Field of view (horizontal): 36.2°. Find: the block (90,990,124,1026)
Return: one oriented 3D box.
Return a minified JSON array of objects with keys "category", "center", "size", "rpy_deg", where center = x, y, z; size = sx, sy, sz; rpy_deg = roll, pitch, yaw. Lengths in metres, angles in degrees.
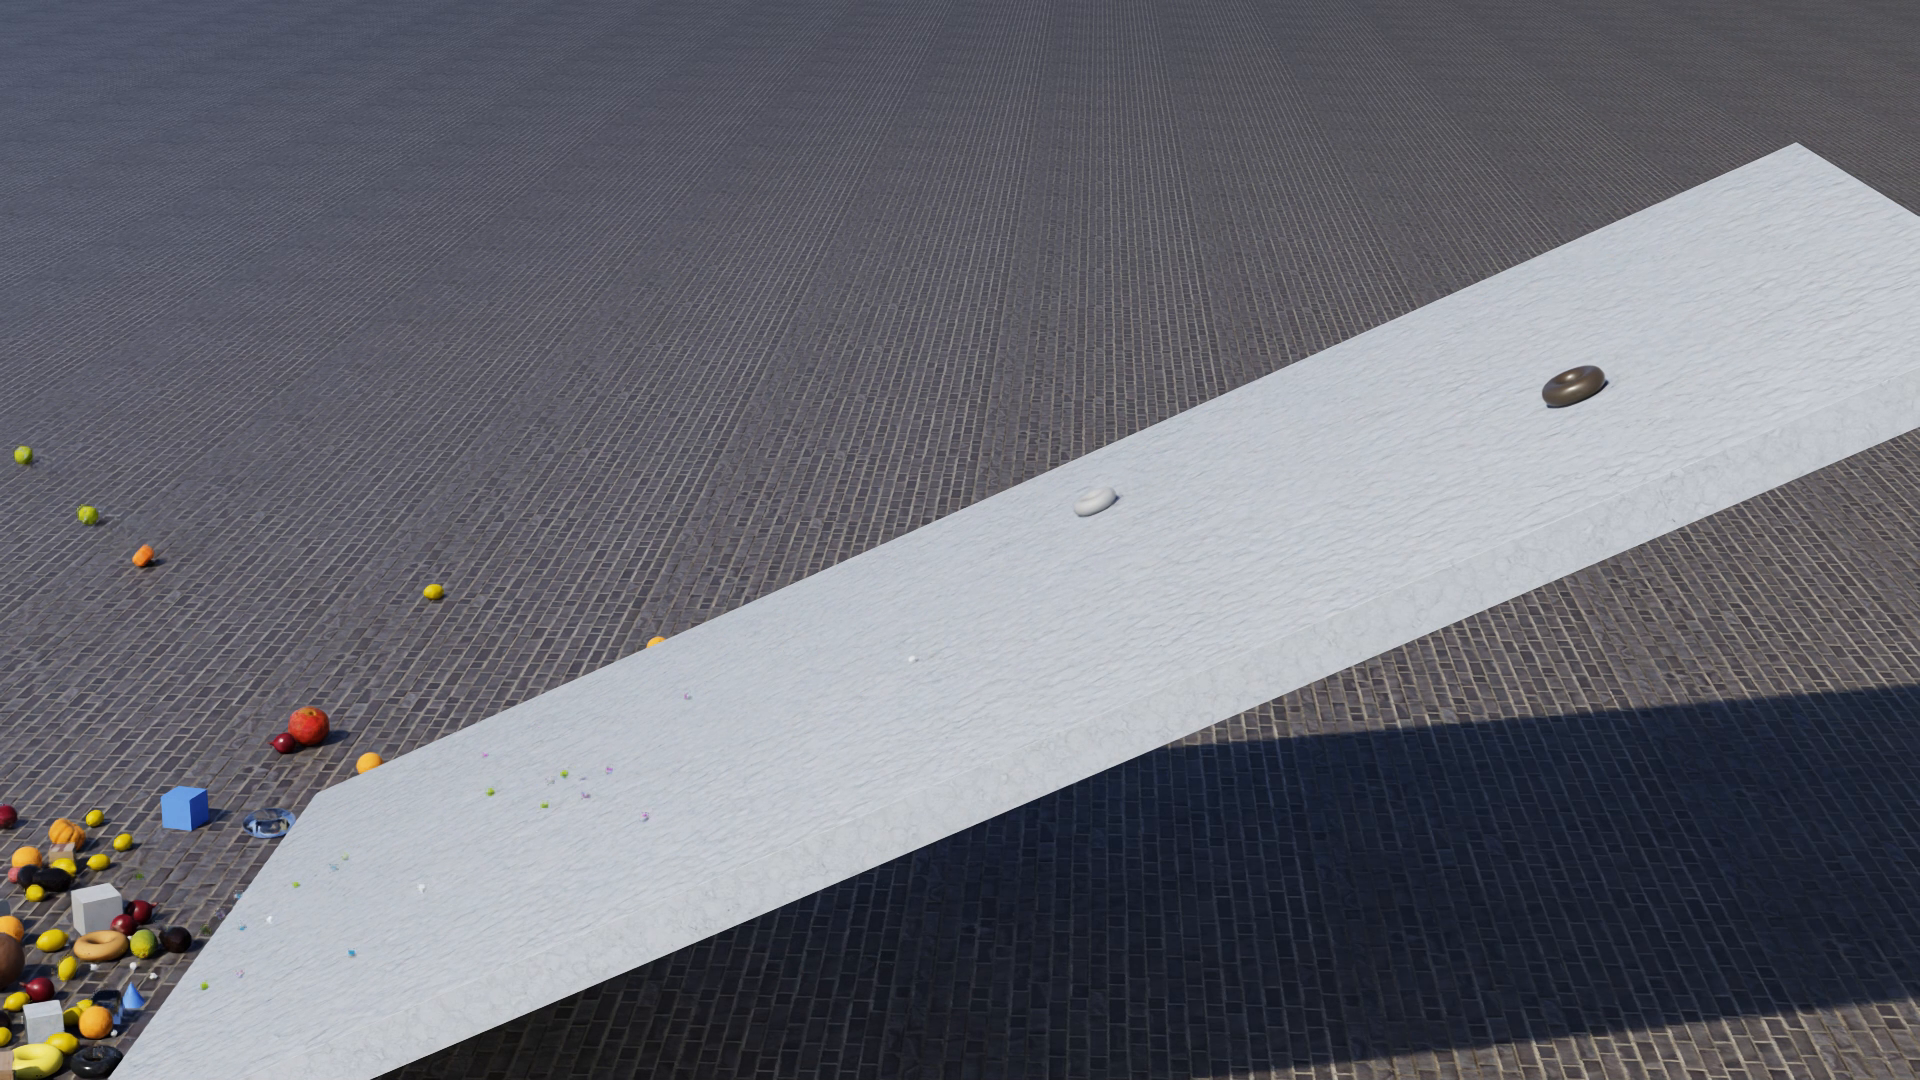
[{"category":"block","center":[-1.860,1.021,6.416],"size":[0.052,0.052,0.052],"rpy_deg":[-5,38,-1]}]

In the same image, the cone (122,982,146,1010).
[{"category":"cone","center":[-1.834,1.003,6.513],"size":[0.054,0.054,0.054],"rpy_deg":[0,16,0]}]

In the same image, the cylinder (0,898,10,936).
[{"category":"cylinder","center":[-2.282,0.882,6.883],"size":[0.087,0.087,0.087],"rpy_deg":[2,16,7]}]

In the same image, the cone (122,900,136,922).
[{"category":"cone","center":[-1.983,0.892,6.963],"size":[0.057,0.057,0.057],"rpy_deg":[-2,42,-6]}]

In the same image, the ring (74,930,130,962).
[{"category":"ring","center":[-1.978,0.936,6.777],"size":[0.125,0.042,0.125],"rpy_deg":[-1,14,0]}]

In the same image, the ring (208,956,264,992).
[{"category":"ring","center":[-1.526,0.920,6.220],"size":[0.127,0.042,0.127],"rpy_deg":[5,21,-2]}]

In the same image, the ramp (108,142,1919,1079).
[{"category":"ramp","center":[0.135,0.169,6.283],"size":[4.000,0.100,2.000],"rpy_deg":[-24,13,9]}]

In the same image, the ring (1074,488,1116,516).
[{"category":"ring","center":[0.306,-0.087,6.665],"size":[0.103,0.034,0.103],"rpy_deg":[-23,14,6]}]

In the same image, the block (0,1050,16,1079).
[{"category":"block","center":[-1.989,1.115,6.041],"size":[0.091,0.091,0.091],"rpy_deg":[-4,16,-15]}]

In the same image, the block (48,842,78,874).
[{"category":"block","center":[-2.220,0.787,7.278],"size":[0.057,0.057,0.057],"rpy_deg":[-3,16,-9]}]

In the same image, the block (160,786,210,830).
[{"category":"block","center":[-1.996,0.691,7.575],"size":[0.084,0.084,0.084],"rpy_deg":[5,16,17]}]

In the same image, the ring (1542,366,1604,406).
[{"category":"ring","center":[1.208,-0.303,5.793],"size":[0.129,0.043,0.129],"rpy_deg":[-23,14,6]}]

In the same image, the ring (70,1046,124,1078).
[{"category":"ring","center":[-1.818,1.100,6.198],"size":[0.111,0.037,0.111],"rpy_deg":[1,17,0]}]

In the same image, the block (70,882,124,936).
[{"category":"block","center":[-2.026,0.872,6.912],"size":[0.092,0.092,0.092],"rpy_deg":[-10,18,-32]}]

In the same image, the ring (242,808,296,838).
[{"category":"ring","center":[-1.768,0.724,7.529],"size":[0.134,0.045,0.134],"rpy_deg":[-1,16,0]}]

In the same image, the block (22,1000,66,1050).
[{"category":"block","center":[-1.970,1.044,6.327],"size":[0.075,0.075,0.075],"rpy_deg":[-6,17,-22]}]
